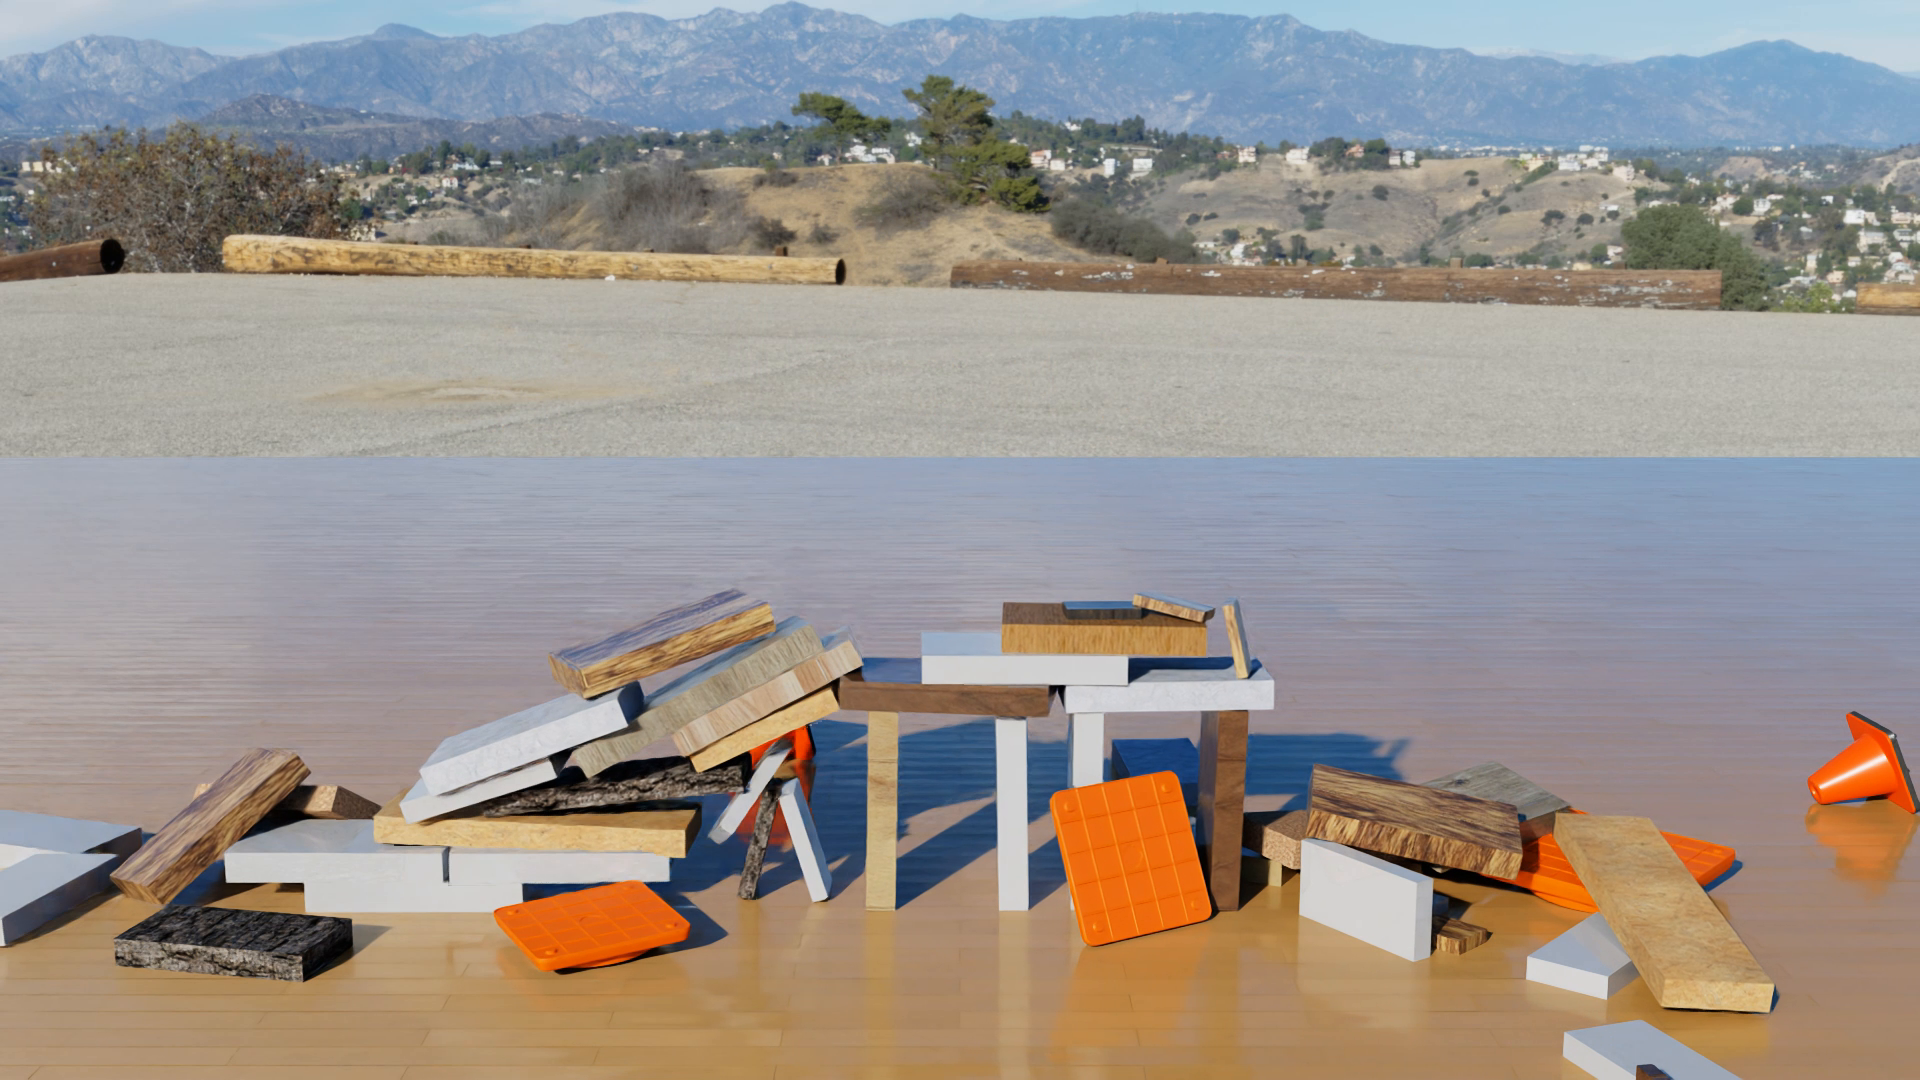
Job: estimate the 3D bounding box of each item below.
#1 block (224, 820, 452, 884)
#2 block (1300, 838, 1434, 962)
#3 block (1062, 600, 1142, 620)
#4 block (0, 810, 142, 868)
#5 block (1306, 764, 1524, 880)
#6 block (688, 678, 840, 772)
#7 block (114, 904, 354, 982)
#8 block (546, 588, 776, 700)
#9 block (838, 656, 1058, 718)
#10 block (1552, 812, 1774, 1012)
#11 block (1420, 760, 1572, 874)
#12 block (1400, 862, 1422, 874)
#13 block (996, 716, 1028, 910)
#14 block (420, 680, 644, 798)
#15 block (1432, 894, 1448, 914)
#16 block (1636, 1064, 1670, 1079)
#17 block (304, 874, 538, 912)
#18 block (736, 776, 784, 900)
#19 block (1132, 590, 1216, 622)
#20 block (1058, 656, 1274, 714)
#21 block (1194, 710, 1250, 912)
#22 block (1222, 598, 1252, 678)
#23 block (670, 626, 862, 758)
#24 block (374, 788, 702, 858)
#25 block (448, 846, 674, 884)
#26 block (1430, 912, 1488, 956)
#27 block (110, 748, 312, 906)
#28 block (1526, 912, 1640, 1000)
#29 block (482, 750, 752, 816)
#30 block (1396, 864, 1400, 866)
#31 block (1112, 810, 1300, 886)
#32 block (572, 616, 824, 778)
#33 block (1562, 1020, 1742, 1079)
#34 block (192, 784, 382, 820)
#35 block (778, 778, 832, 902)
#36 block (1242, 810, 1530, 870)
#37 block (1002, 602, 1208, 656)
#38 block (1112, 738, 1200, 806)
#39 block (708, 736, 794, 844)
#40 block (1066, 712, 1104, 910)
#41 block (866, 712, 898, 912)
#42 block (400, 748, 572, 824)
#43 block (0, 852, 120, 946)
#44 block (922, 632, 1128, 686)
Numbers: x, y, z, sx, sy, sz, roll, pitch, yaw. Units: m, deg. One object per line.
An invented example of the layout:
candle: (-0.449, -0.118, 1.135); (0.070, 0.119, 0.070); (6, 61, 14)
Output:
block: (-1.015, 0.516, 3.655); (0.354, 0.050, 0.177); (0, 11, 1)
block: (0.638, 0.563, 3.468); (0.036, 0.126, 0.253); (-7, 13, -34)
block: (0.230, 0.114, 3.573); (0.121, 0.017, 0.060); (0, 11, -4)
block: (-1.790, 0.520, 3.923); (0.679, 0.044, 0.156); (4, 11, 20)
block: (0.739, 0.458, 3.593); (0.338, 0.048, 0.169); (11, 22, 6)
block: (-0.315, 0.299, 3.625); (0.258, 0.037, 0.129); (-25, 8, 6)
block: (-1.117, 0.620, 3.389); (0.312, 0.044, 0.156); (2, 11, 12)
block: (-0.497, 0.169, 3.658); (0.342, 0.048, 0.171); (-20, 15, -23)
block: (-0.016, 0.238, 3.584); (0.337, 0.048, 0.168); (1, 11, 7)
block: (1.079, 0.567, 3.418); (0.156, 0.044, 0.589); (3, 16, -1)
block: (0.866, 0.468, 3.746); (0.338, 0.048, 0.169); (-10, 29, -38)
block: (0.714, 0.554, 3.802); (0.159, 0.023, 0.080); (2, 11, 9)
block: (0.085, 0.424, 3.640); (0.048, 0.337, 0.168); (-1, 11, 0)
block: (-0.694, 0.314, 3.585); (0.342, 0.048, 0.171); (-20, 11, 5)
block: (0.712, 0.590, 3.610); (0.157, 0.022, 0.078); (9, 14, 40)
block: (0.897, 0.731, 2.695); (0.022, 0.078, 0.251); (-2, 11, -10)
block: (-0.889, 0.565, 3.664); (0.354, 0.050, 0.177); (0, 11, 0)
block: (-0.332, 0.495, 3.661); (0.026, 0.186, 0.093); (14, 9, -2)
block: (0.348, 0.107, 3.571); (0.121, 0.017, 0.060); (15, 12, 23)
block: (0.332, 0.236, 3.602); (0.336, 0.048, 0.168); (-1, 11, -3)
block: (0.430, 0.425, 3.637); (0.048, 0.336, 0.168); (1, 10, -3)
block: (0.449, 0.158, 3.555); (0.017, 0.121, 0.060); (-10, 7, 16)
block: (-0.318, 0.248, 3.633); (0.327, 0.046, 0.163); (-27, 8, -1)
block: (-0.698, 0.469, 3.661); (0.512, 0.046, 0.161); (2, 10, 3)
block: (-0.655, 0.517, 3.657); (0.354, 0.050, 0.177); (0, 10, -3)
block: (0.742, 0.615, 3.475); (0.159, 0.023, 0.080); (10, 15, 44)
block: (-1.252, 0.475, 3.675); (0.161, 0.046, 0.321); (-1, 37, 48)
block: (0.979, 0.631, 3.352); (0.126, 0.036, 0.253); (9, 14, 39)
block: (-0.567, 0.402, 3.649); (0.430, 0.037, 0.129); (-6, 9, 2)
block: (0.659, 0.550, 3.699); (0.159, 0.023, 0.080); (5, 5, 4)
block: (0.441, 0.536, 3.839); (0.312, 0.044, 0.156); (6, 12, 28)
block: (-0.439, 0.255, 3.631); (0.433, 0.048, 0.171); (-29, 8, -11)
block: (0.932, 0.710, 2.925); (0.126, 0.036, 0.253); (-4, 11, -20)
block: (-1.164, 0.474, 3.846); (0.321, 0.046, 0.161); (-2, -25, 27)
block: (-0.257, 0.498, 3.655); (0.026, 0.186, 0.093); (-17, 10, 4)
block: (0.731, 0.508, 3.796); (0.531, 0.048, 0.169); (2, 8, -31)
block: (0.232, 0.144, 3.584); (0.327, 0.046, 0.163); (1, 11, 2)
block: (0.396, 0.451, 4.295); (0.156, 0.044, 0.312); (-1, 11, -4)
block: (-0.348, 0.415, 3.648); (0.026, 0.186, 0.093); (37, -26, -5)
block: (0.206, 0.425, 3.639); (0.048, 0.336, 0.168); (0, 11, 0)
block: (-0.130, 0.424, 3.638); (0.048, 0.337, 0.168); (1, 10, -3)
block: (-0.775, 0.391, 3.604); (0.258, 0.037, 0.129); (-17, 11, 4)
block: (-1.525, 0.581, 3.575); (0.156, 0.044, 0.312); (-1, 10, 13)
block: (0.102, 0.192, 3.572); (0.328, 0.046, 0.163); (0, 11, -1)
